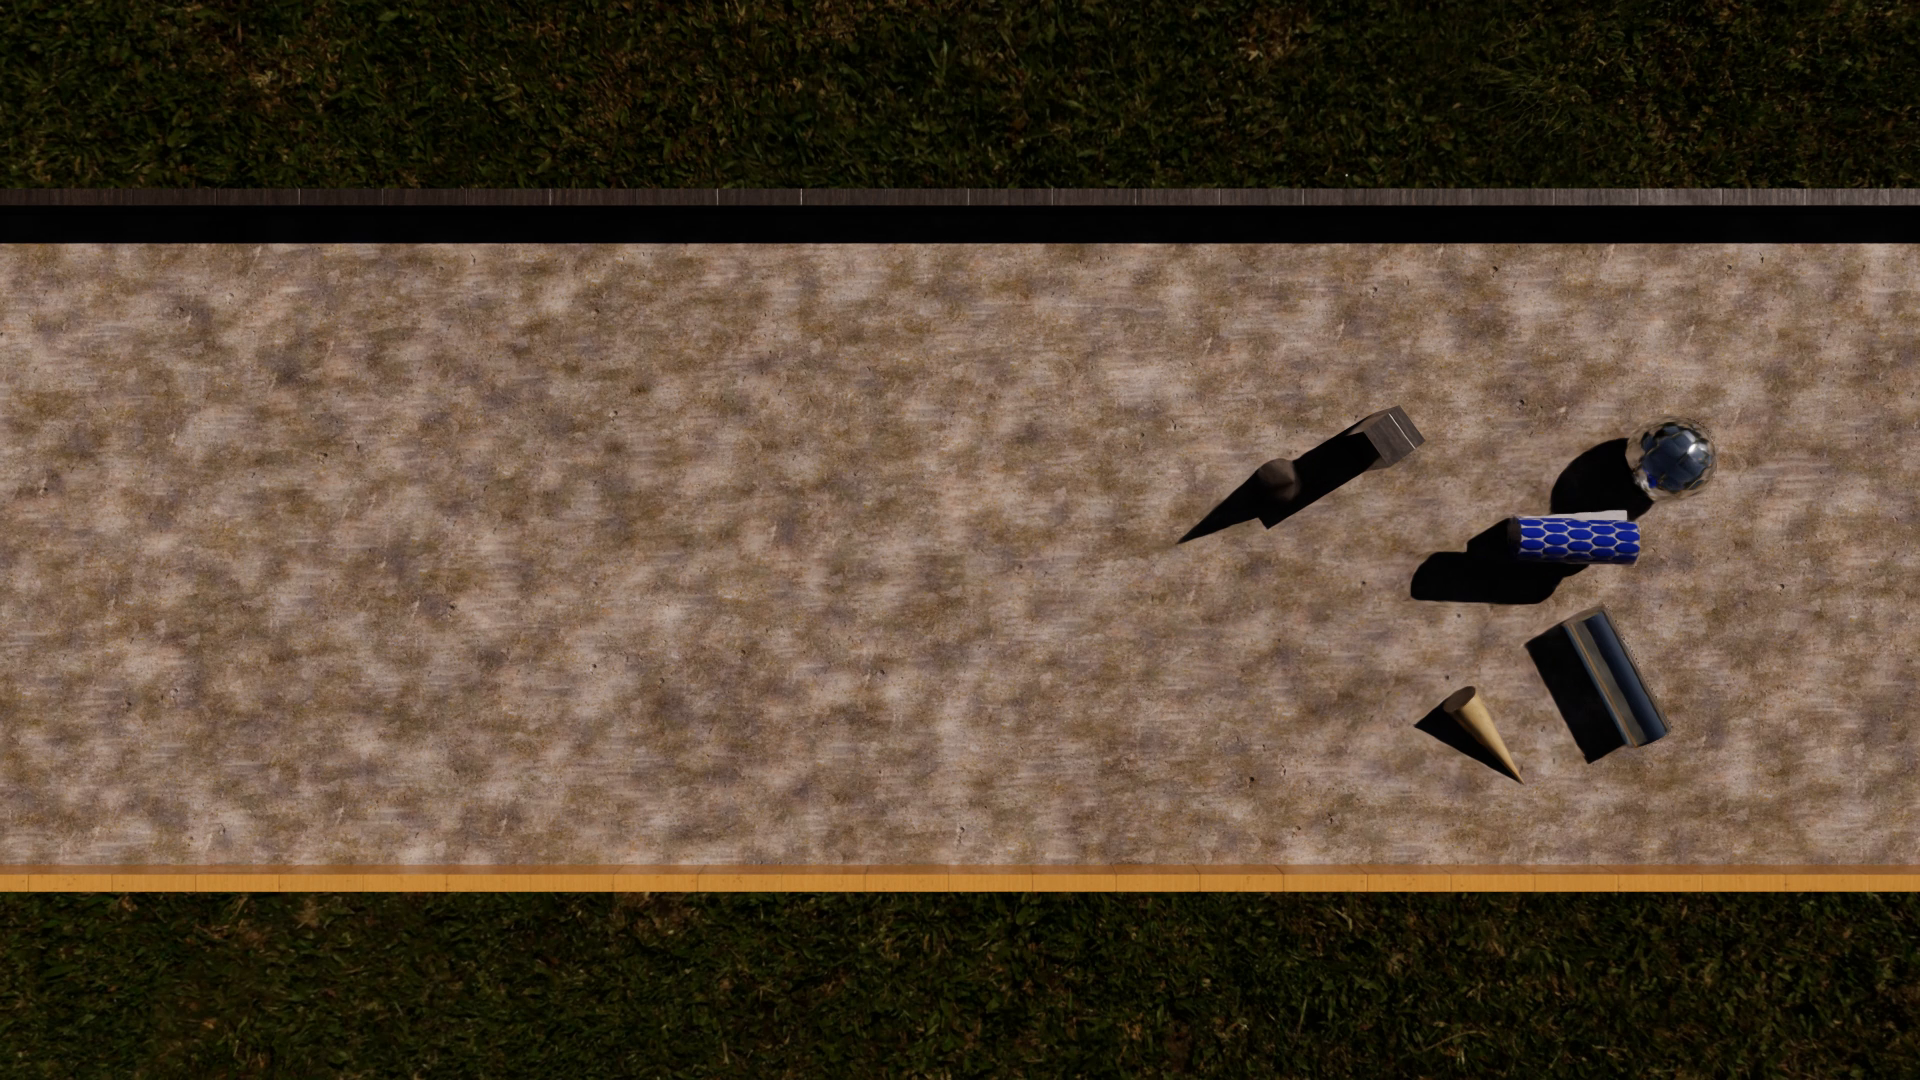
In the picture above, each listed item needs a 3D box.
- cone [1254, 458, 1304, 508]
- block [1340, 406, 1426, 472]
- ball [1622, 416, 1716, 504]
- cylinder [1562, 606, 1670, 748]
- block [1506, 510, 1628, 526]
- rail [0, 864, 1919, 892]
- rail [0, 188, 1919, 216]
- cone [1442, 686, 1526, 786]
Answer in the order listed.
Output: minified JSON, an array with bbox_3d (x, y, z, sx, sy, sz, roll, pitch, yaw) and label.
[{"bbox_3d":[0.975,-0.170,4.912,0.151,0.321,0.151,0,91,3],"label":"cone"},{"bbox_3d":[1.258,-0.300,4.924,0.129,0.305,0.129,-36,90,0],"label":"block"},{"bbox_3d":[2.125,-0.240,4.946,0.261,0.261,0.261,0,90,0],"label":"ball"},{"bbox_3d":[1.992,0.414,5.008,0.137,0.137,0.418,-28,90,0],"label":"cylinder"},{"bbox_3d":[1.846,-0.016,5.013,0.319,0.128,0.128,-4,90,0],"label":"block"},{"bbox_3d":[-2.247,1.025,5.001,12.000,0.150,0.050,0,90,0],"label":"rail"},{"bbox_3d":[-2.247,-1.025,5.002,12.000,0.150,0.050,0,90,0],"label":"rail"},{"bbox_3d":[1.630,0.622,5.047,0.117,0.117,0.360,-39,99,0],"label":"cone"}]
